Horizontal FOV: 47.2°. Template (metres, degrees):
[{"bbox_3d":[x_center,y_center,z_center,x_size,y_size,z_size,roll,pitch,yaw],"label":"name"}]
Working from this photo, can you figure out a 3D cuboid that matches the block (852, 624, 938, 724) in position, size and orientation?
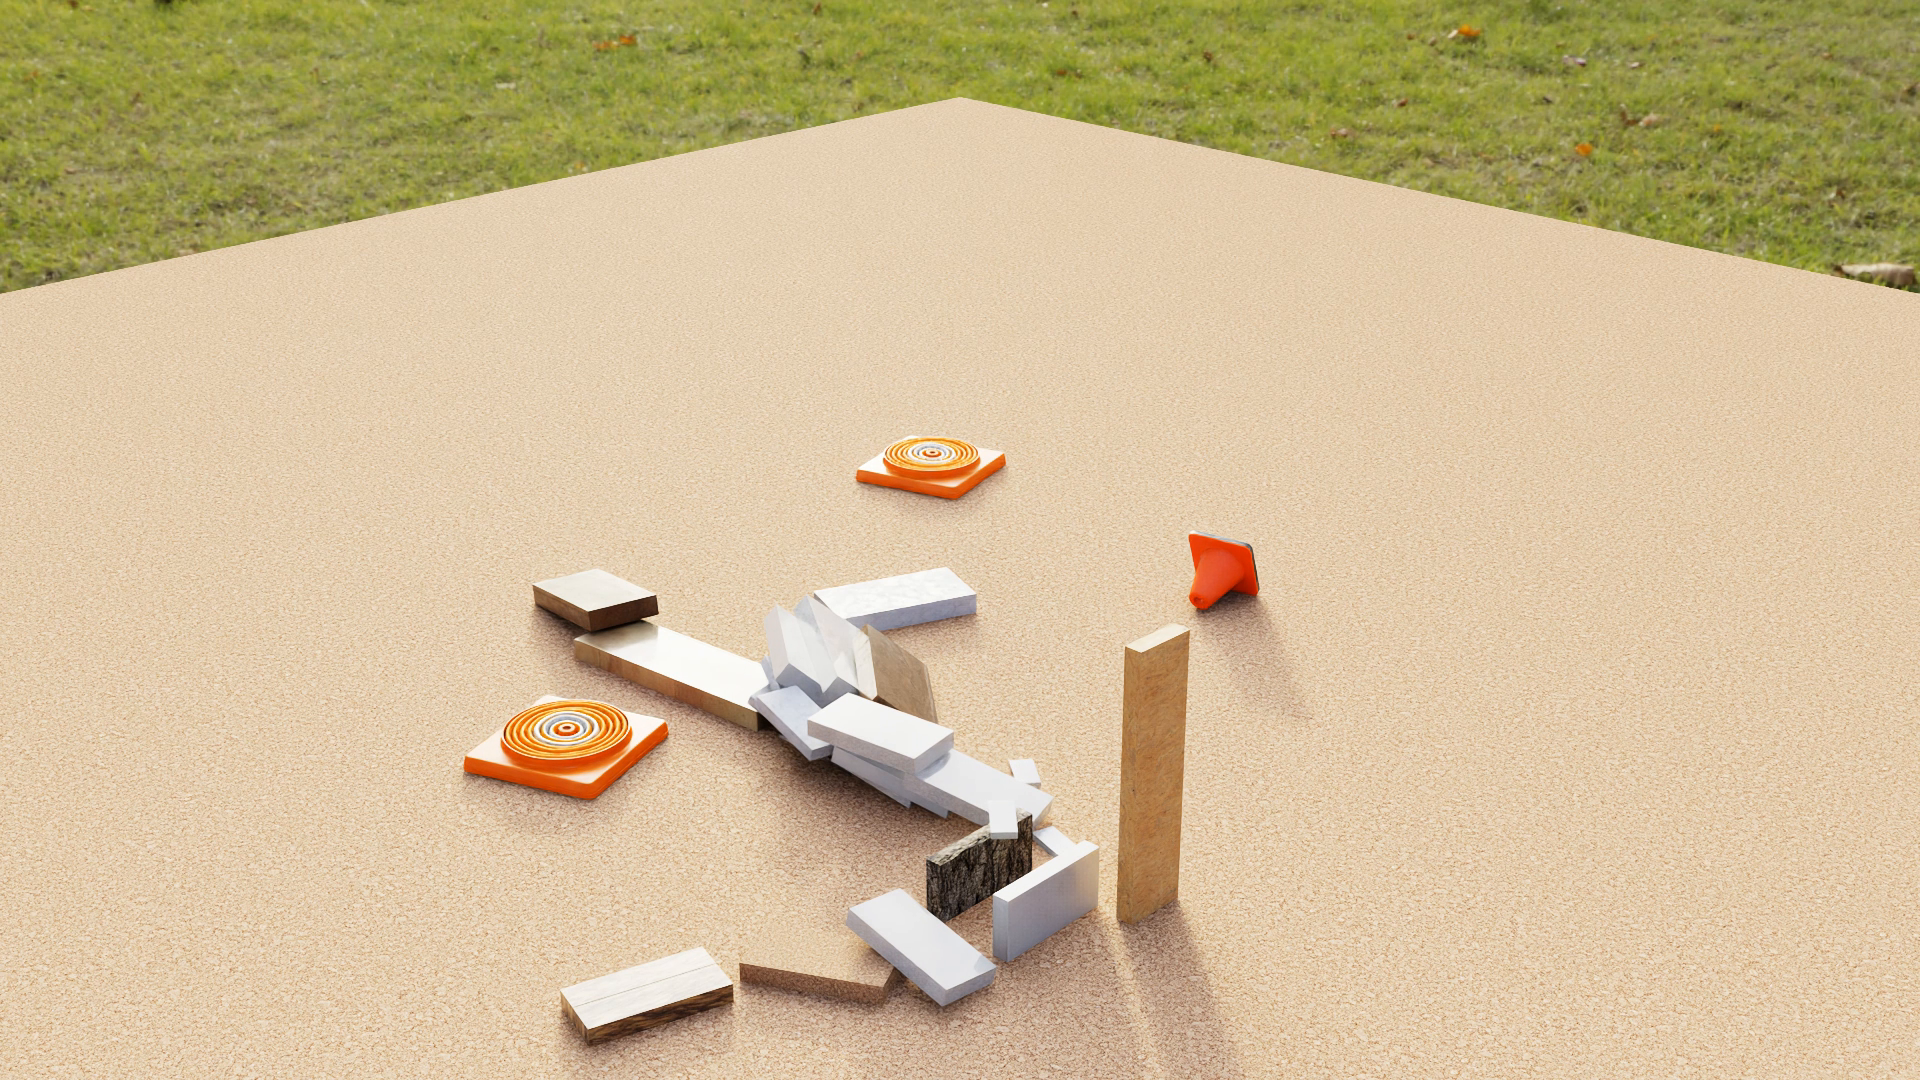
[{"bbox_3d":[-0.140,0.323,4.804,0.177,0.050,0.355,36,15,-19],"label":"block"}]

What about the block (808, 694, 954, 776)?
[{"bbox_3d":[-0.163,0.395,4.498,0.273,0.039,0.136,17,30,31],"label":"block"}]

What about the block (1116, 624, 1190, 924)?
[{"bbox_3d":[0.352,0.432,4.024,0.038,0.561,0.134,21,31,41],"label":"block"}]

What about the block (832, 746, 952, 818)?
[{"bbox_3d":[-0.111,0.465,4.510,0.273,0.039,0.136,24,32,18],"label":"block"}]

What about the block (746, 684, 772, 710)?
[{"bbox_3d":[-0.375,0.376,4.765,0.158,0.022,0.079,36,35,16],"label":"block"}]

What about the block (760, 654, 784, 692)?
[{"bbox_3d":[-0.384,0.311,4.824,0.079,0.022,0.158,25,15,-26],"label":"block"}]

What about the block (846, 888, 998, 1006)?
[{"bbox_3d":[-0.071,0.724,3.926,0.128,0.036,0.257,-14,38,-44],"label":"block"}]

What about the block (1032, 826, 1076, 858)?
[{"bbox_3d":[0.188,0.598,4.333,0.050,0.014,0.101,-13,26,-28],"label":"block"}]

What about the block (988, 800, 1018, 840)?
[{"bbox_3d":[0.081,0.529,4.166,0.050,0.014,0.119,-1,23,-2],"label":"block"}]

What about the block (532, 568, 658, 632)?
[{"bbox_3d":[-0.879,0.142,5.288,0.174,0.049,0.348,-14,17,-30],"label":"block"}]

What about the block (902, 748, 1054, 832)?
[{"bbox_3d":[0.036,0.507,4.422,0.273,0.039,0.136,24,32,17],"label":"block"}]

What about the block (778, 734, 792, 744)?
[{"bbox_3d":[-0.297,0.427,4.678,0.158,0.022,0.079,24,32,19],"label":"block"}]

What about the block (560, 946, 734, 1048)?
[{"bbox_3d":[-0.546,0.795,3.838,0.268,0.038,0.134,-13,26,-27],"label":"block"}]

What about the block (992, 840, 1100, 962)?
[{"bbox_3d":[0.159,0.662,4.037,0.036,0.128,0.256,20,30,39],"label":"block"}]

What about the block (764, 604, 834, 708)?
[{"bbox_3d":[-0.342,0.272,4.904,0.174,0.049,0.348,36,10,-19],"label":"block"}]

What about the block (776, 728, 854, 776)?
[{"bbox_3d":[-0.277,0.420,4.646,0.204,0.029,0.102,28,33,24],"label":"block"}]

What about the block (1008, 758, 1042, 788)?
[{"bbox_3d":[0.135,0.489,4.590,0.050,0.014,0.101,-3,23,-8],"label":"block"}]

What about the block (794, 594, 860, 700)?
[{"bbox_3d":[-0.257,0.273,4.922,0.177,0.050,0.433,35,11,-24],"label":"block"}]

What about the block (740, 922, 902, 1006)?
[{"bbox_3d":[-0.244,0.756,3.930,0.268,0.038,0.134,6,24,15],"label":"block"}]

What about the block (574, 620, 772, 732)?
[{"bbox_3d":[-0.612,0.297,4.998,0.582,0.049,0.174,17,29,35],"label":"block"}]

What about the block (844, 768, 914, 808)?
[{"bbox_3d":[-0.153,0.473,4.546,0.204,0.029,0.102,29,34,24],"label":"block"}]

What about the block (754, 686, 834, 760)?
[{"bbox_3d":[-0.331,0.384,4.629,0.102,0.029,0.204,-14,39,-38],"label":"block"}]

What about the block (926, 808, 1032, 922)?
[{"bbox_3d":[0.038,0.614,4.150,0.036,0.128,0.256,20,30,39],"label":"block"}]

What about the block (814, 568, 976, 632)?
[{"bbox_3d":[-0.158,0.150,5.342,0.355,0.050,0.177,-10,25,-22],"label":"block"}]
